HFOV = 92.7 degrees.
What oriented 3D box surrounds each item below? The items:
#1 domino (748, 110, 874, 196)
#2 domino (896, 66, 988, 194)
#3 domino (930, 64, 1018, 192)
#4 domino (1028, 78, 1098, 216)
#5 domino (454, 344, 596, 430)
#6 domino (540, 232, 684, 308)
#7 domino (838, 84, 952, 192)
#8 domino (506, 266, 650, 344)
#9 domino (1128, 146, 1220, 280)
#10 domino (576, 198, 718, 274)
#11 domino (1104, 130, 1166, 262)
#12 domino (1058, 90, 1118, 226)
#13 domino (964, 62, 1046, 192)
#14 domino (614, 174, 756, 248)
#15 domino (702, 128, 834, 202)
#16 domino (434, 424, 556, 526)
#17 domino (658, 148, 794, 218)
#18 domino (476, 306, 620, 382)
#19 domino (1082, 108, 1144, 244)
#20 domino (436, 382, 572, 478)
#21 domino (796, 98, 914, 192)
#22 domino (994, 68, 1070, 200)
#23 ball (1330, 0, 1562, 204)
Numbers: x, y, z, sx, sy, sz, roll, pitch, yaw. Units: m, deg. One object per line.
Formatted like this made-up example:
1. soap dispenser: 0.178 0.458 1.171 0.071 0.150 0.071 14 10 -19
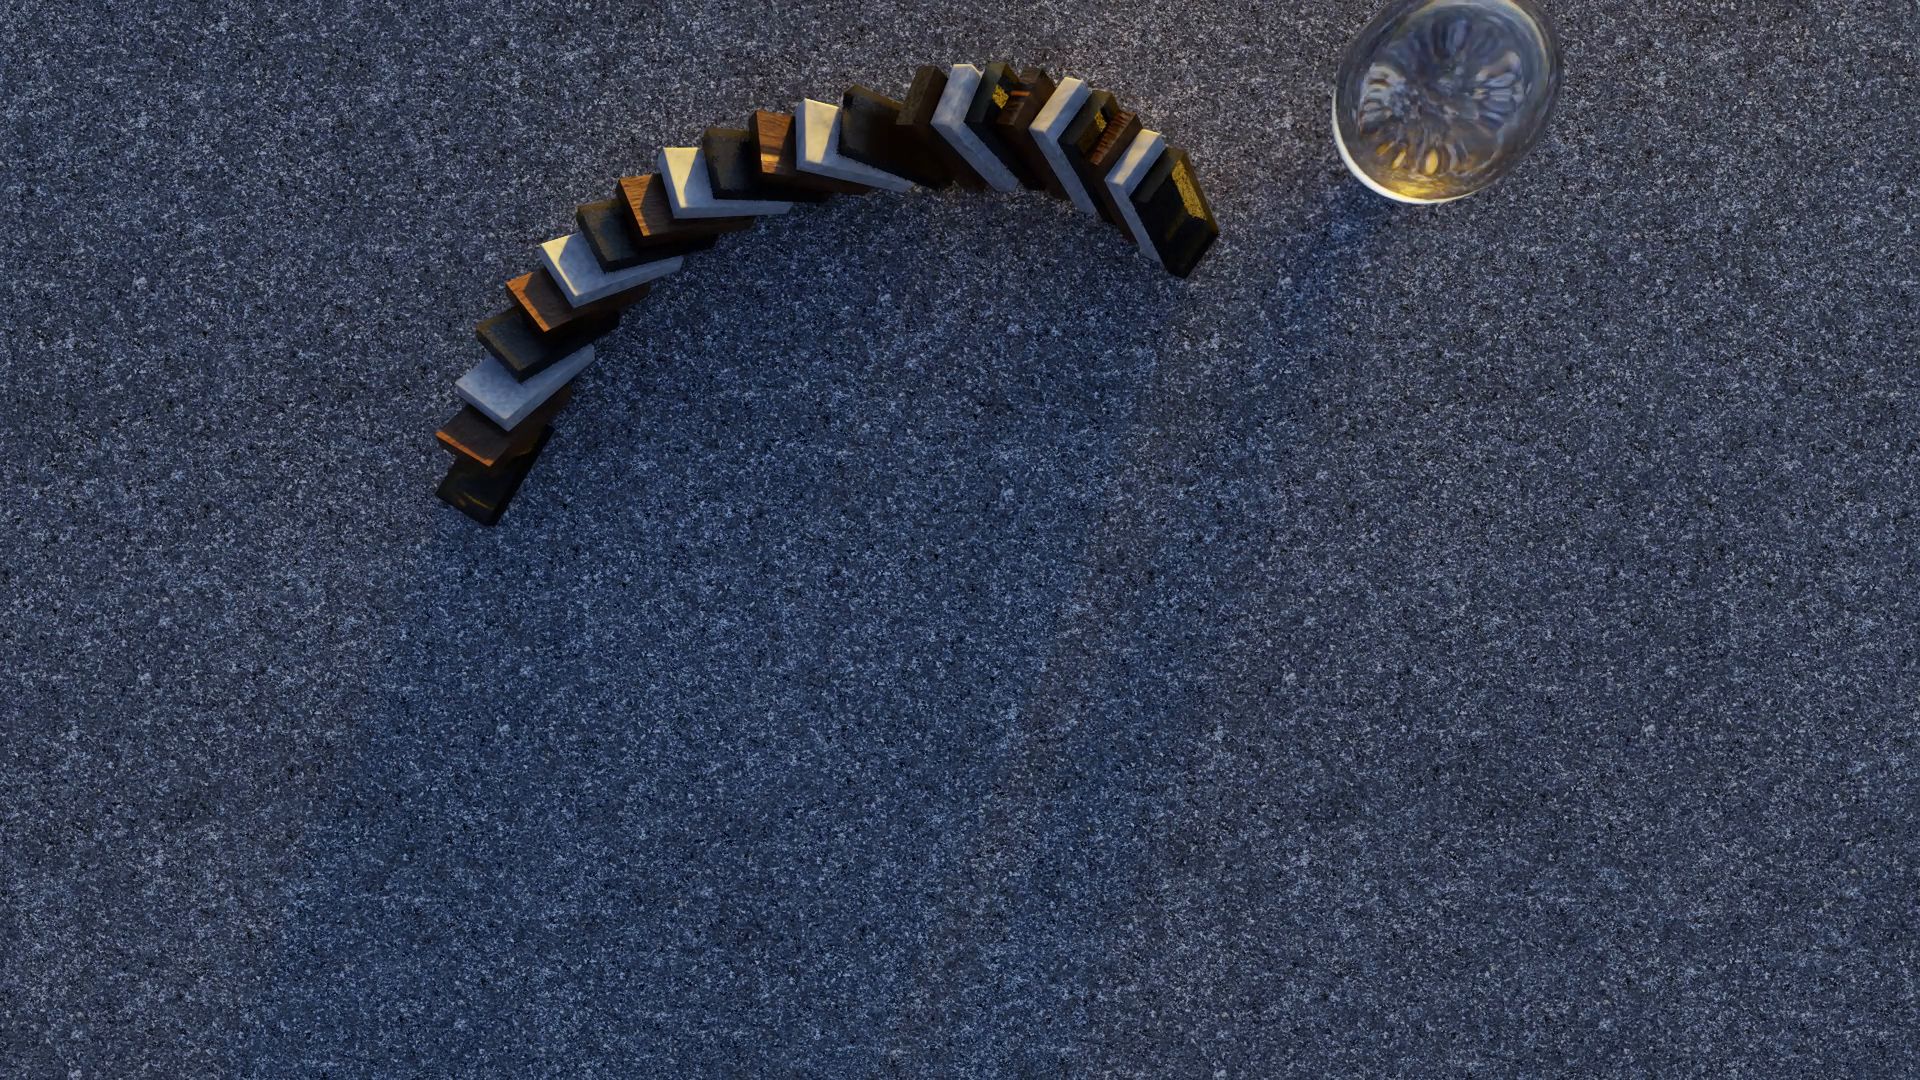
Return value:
1. domino: -0.062 -0.161 0.382 0.050 0.009 0.025 -6 90 -33
2. domino: -0.003 -0.168 0.377 0.010 0.050 0.025 22 90 38
3. domino: 0.010 -0.168 0.377 0.010 0.050 0.025 22 90 37
4. domino: 0.049 -0.161 0.377 0.010 0.050 0.025 36 90 38
5. domino: -0.181 -0.071 0.383 0.025 0.010 0.050 36 60 0
6. domino: -0.145 -0.118 0.383 0.050 0.010 0.025 -33 90 -32
7. domino: -0.025 -0.166 0.382 0.050 0.009 0.025 7 88 -34
8. domino: -0.159 -0.104 0.383 0.050 0.009 0.025 -38 90 -32
9. domino: 0.089 -0.134 0.377 0.010 0.050 0.025 37 90 38
10. domino: -0.130 -0.130 0.383 0.050 0.009 0.025 -27 90 -33
11. domino: 0.079 -0.140 0.377 0.009 0.050 0.025 37 90 38
12. domino: 0.061 -0.156 0.377 0.010 0.050 0.025 36 90 38
13. domino: 0.024 -0.169 0.377 0.009 0.050 0.025 22 90 37
14. domino: -0.114 -0.140 0.383 0.050 0.009 0.025 -23 90 -33
15. domino: -0.080 -0.156 0.382 0.050 0.010 0.025 -12 90 -33
16. domino: -0.200 -0.034 0.395 0.025 0.010 0.050 32 90 0
17. domino: -0.097 -0.149 0.383 0.050 0.010 0.025 -16 90 -33
18. domino: -0.171 -0.089 0.383 0.025 0.010 0.050 46 58 0
19. domino: 0.070 -0.148 0.377 0.009 0.050 0.025 37 90 38
20. domino: -0.189 -0.052 0.383 0.025 0.010 0.050 31 60 -1
21. domino: -0.043 -0.164 0.382 0.050 0.009 0.025 -1 90 -33
22. domino: 0.036 -0.166 0.377 0.009 0.050 0.025 27 89 37
23. ball: 0.189 -0.174 0.360 0.080 0.080 0.080 0 90 0
